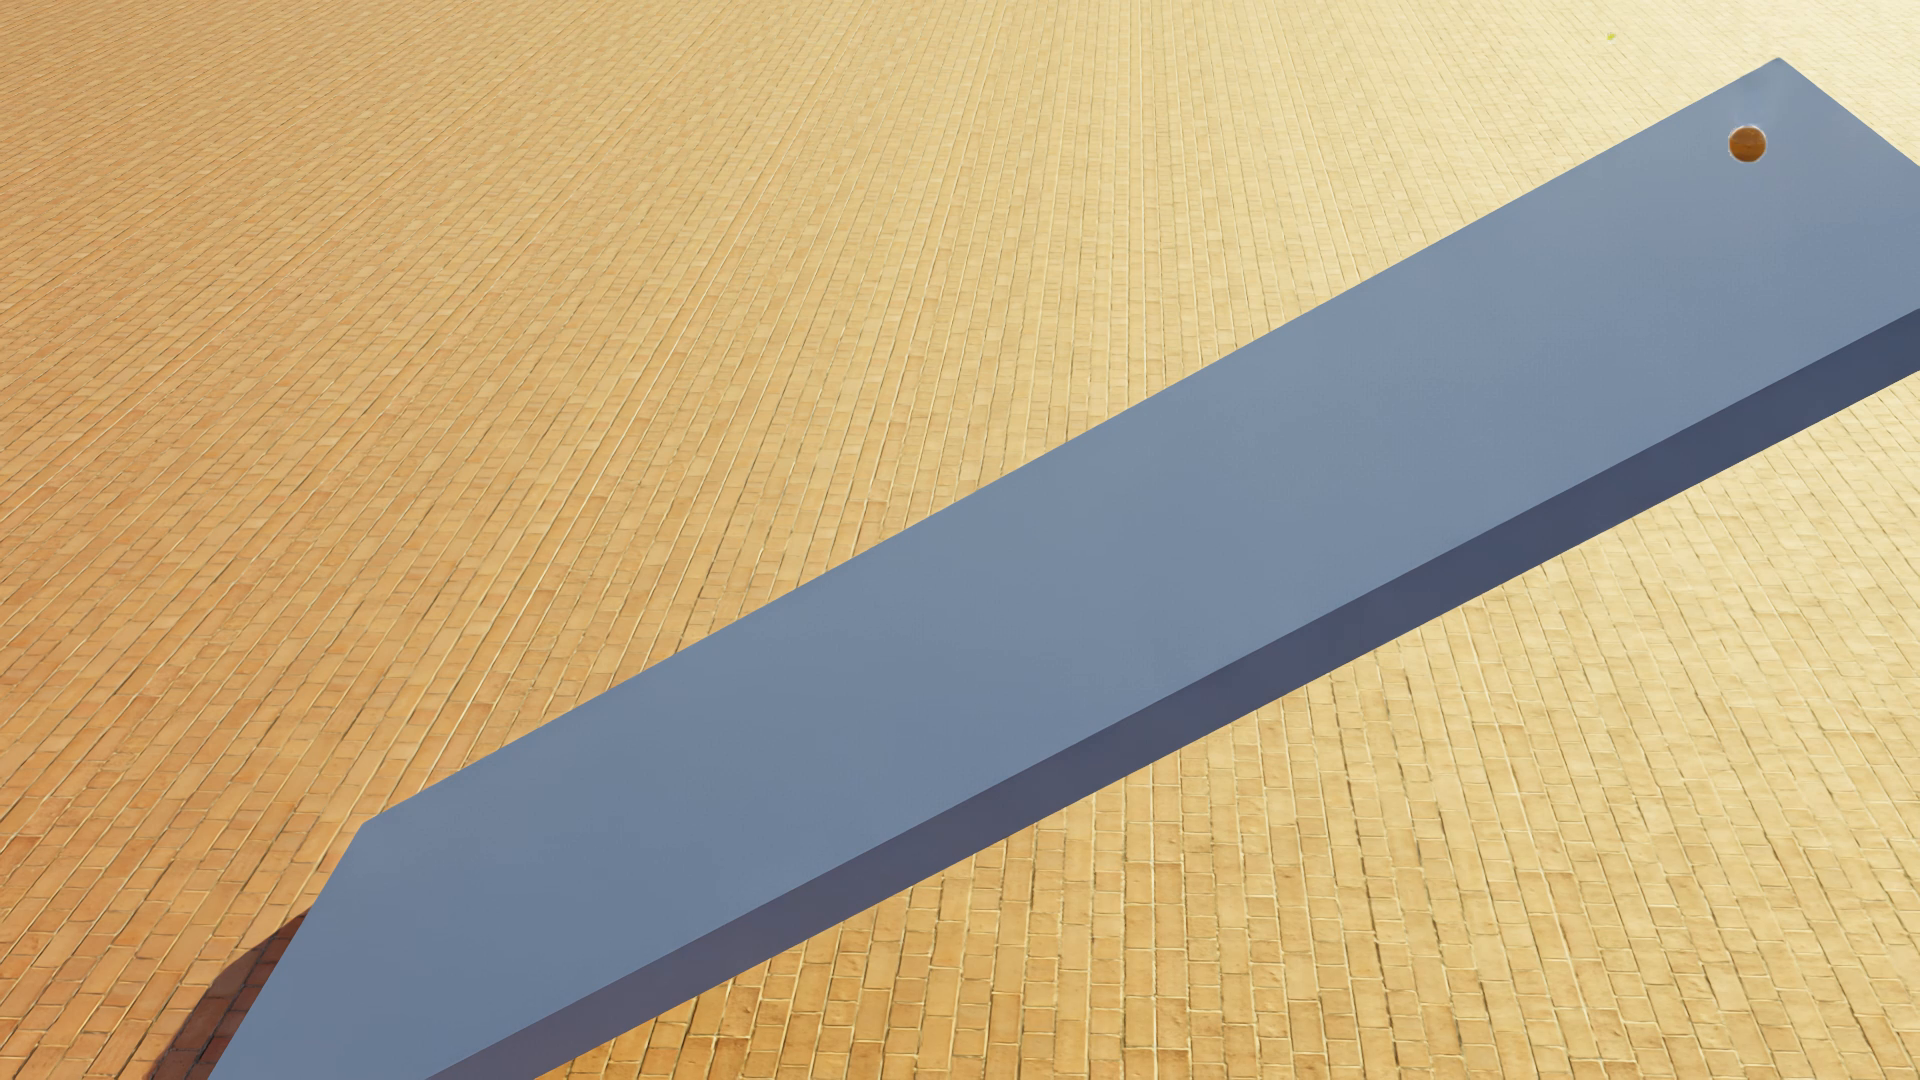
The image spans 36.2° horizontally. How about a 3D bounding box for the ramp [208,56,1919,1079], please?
[{"bbox_3d":[0.142,0.168,6.285,4.000,0.100,2.000,-28,15,12],"label":"ramp"}]
